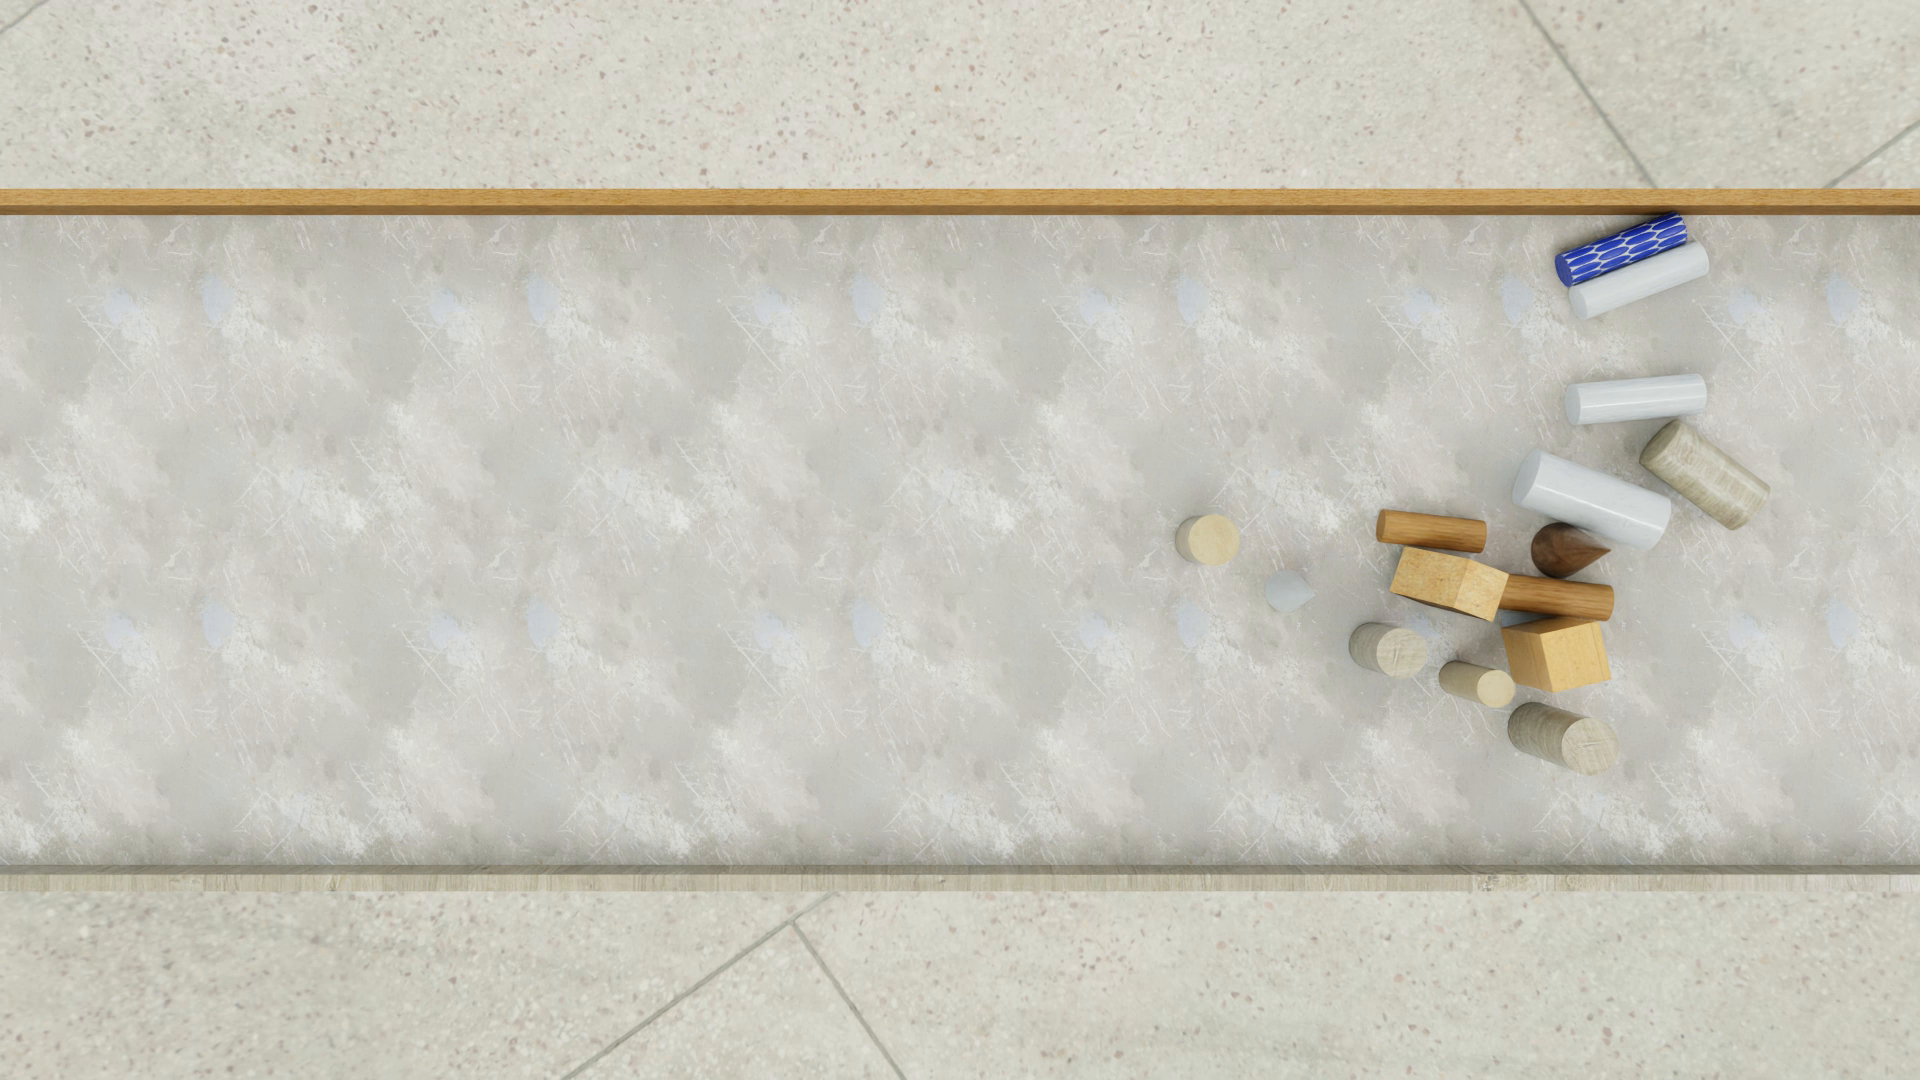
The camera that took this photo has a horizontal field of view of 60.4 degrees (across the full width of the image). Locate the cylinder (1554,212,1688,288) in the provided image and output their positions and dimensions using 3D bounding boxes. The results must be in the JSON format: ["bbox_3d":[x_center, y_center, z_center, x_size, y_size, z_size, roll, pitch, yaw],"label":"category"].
[{"bbox_3d":[2.012,-0.886,5.024,0.372,0.105,0.105,-21,90,0],"label":"cylinder"}]

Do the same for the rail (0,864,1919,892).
[{"bbox_3d":[-2.247,1.025,5.001,12.000,0.150,0.050,0,90,0],"label":"rail"}]

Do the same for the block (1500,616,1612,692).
[{"bbox_3d":[1.767,0.336,4.904,0.172,0.346,0.172,-13,90,0],"label":"block"}]

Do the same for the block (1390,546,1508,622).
[{"bbox_3d":[1.449,0.128,4.902,0.146,0.318,0.146,19,90,-21],"label":"block"}]

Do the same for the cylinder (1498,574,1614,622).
[{"bbox_3d":[1.790,0.172,5.021,0.361,0.112,0.112,7,90,0],"label":"cylinder"}]

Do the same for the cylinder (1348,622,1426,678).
[{"bbox_3d":[1.269,0.326,4.906,0.146,0.340,0.146,0,90,0],"label":"cylinder"}]

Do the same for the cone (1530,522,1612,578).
[{"bbox_3d":[1.837,0.030,4.850,0.173,0.449,0.173,0,89,2],"label":"cone"}]

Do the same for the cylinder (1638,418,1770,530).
[{"bbox_3d":[2.251,-0.198,4.990,0.336,0.173,0.173,36,90,0],"label":"cylinder"}]

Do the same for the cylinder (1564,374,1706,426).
[{"bbox_3d":[2.052,-0.428,5.014,0.380,0.126,0.126,-5,90,0],"label":"cylinder"}]

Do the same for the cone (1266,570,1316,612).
[{"bbox_3d":[1.006,0.156,4.868,0.132,0.417,0.132,0,90,0],"label":"cone"}]

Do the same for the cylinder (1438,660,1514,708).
[{"bbox_3d":[1.527,0.424,4.887,0.108,0.379,0.108,0,90,0],"label":"cylinder"}]

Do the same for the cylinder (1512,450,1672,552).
[{"bbox_3d":[1.907,-0.120,4.987,0.414,0.179,0.179,20,90,0],"label":"cylinder"}]

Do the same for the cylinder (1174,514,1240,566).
[{"bbox_3d":[0.736,0.000,4.925,0.149,0.302,0.149,0,90,0],"label":"cylinder"}]

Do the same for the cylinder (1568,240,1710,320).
[{"bbox_3d":[2.066,-0.790,5.021,0.392,0.111,0.111,-21,90,0],"label":"cylinder"}]

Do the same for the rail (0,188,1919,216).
[{"bbox_3d":[-2.247,-1.025,5.002,12.000,0.150,0.050,0,90,0],"label":"rail"}]

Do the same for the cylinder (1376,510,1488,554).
[{"bbox_3d":[1.436,-0.027,5.026,0.309,0.101,0.101,7,90,0],"label":"cylinder"}]

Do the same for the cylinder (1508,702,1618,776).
[{"bbox_3d":[1.765,0.579,4.848,0.162,0.457,0.162,0,90,0],"label":"cylinder"}]
